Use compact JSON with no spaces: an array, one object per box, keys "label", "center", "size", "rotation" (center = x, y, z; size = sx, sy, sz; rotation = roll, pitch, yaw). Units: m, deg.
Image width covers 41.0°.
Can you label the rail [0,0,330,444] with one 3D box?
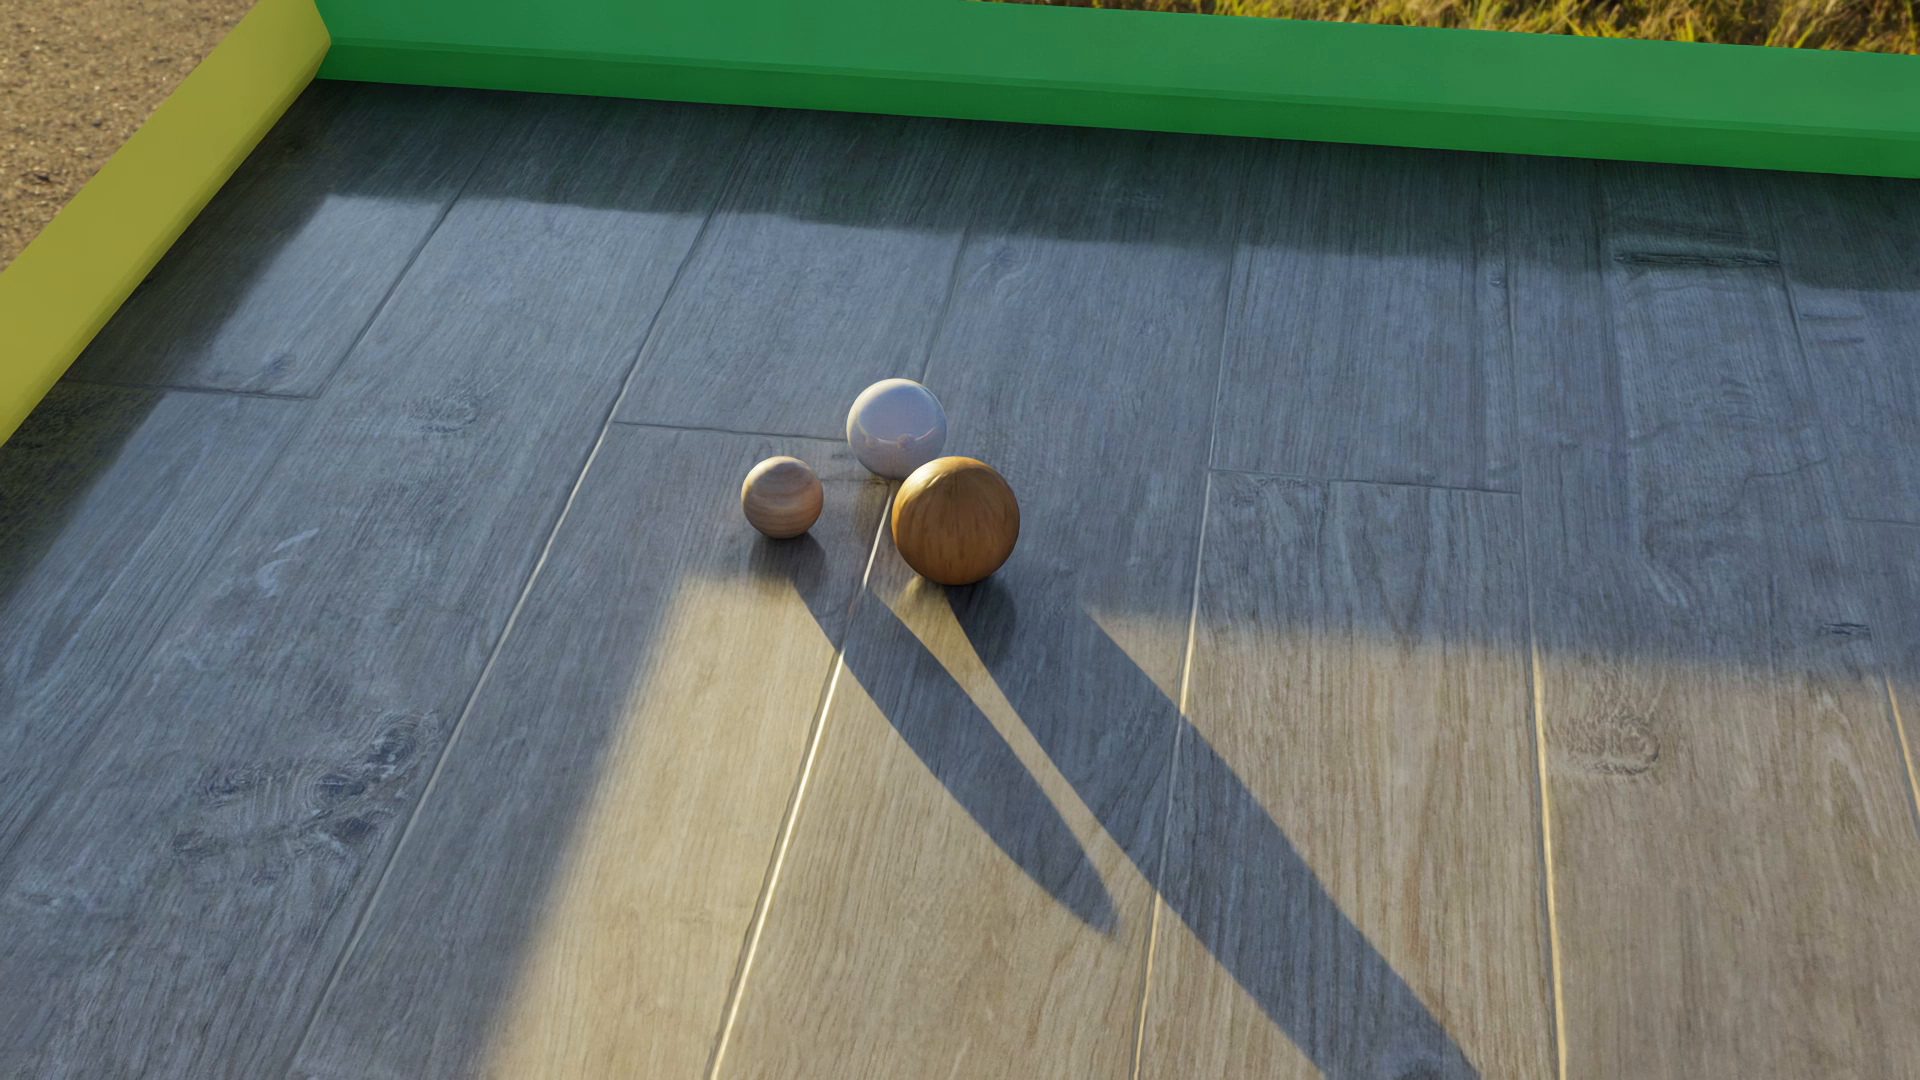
[{"label":"rail","center":[-0.777,-0.084,2.001],"size":[0.045,0.126,1.627],"rotation":[5,35,7]}]

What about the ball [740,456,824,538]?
[{"label":"ball","center":[-0.137,-0.033,1.984],"size":[0.064,0.064,0.064],"rotation":[0,34,0]}]

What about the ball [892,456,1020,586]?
[{"label":"ball","center":[-0.003,-0.014,1.928],"size":[0.097,0.097,0.097],"rotation":[0,34,0]}]

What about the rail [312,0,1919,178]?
[{"label":"rail","center":[0.914,-0.396,2.456],"size":[3.234,0.126,0.045],"rotation":[5,35,7]}]

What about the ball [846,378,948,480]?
[{"label":"ball","center":[-0.050,-0.089,2.050],"size":[0.081,0.081,0.081],"rotation":[0,34,0]}]
